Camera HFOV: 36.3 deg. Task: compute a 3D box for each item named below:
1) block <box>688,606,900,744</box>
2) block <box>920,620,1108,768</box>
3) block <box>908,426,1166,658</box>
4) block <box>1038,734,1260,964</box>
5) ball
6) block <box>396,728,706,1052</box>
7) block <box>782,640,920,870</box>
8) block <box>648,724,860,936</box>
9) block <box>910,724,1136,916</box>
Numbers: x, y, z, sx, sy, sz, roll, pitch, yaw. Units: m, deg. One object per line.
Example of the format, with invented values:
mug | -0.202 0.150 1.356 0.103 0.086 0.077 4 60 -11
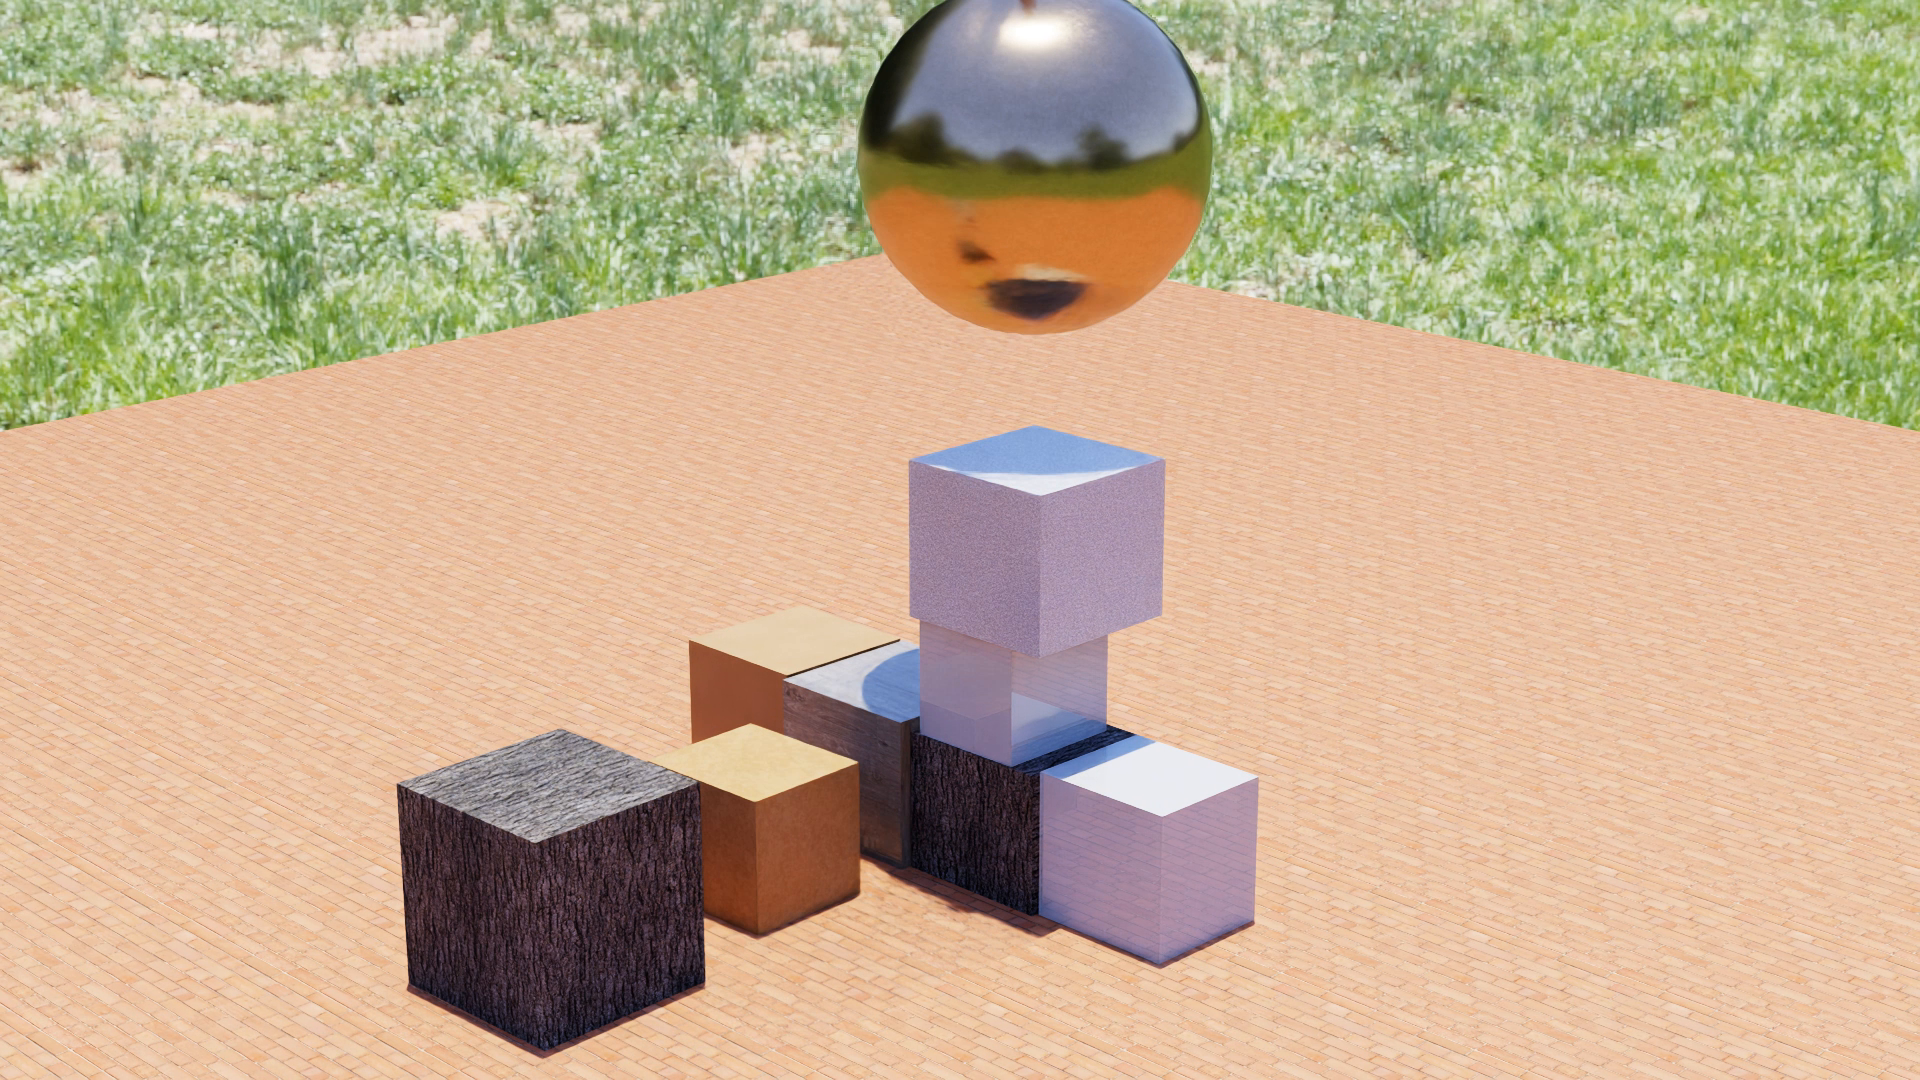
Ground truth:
block | -0.810 0.834 14.466 0.743 0.734 0.721 -17 24 -42
block | 0.243 0.600 13.248 0.574 0.575 0.627 17 24 42
block | 0.340 -0.008 13.009 0.793 0.729 0.807 16 24 42
block | 0.827 1.349 12.914 0.638 0.683 0.711 -17 24 -42
ball | 0.335 -1.720 13.152 1.600 1.600 1.600 0 17 0
block | -1.702 1.437 12.259 0.904 0.908 0.869 16 23 41
block | -0.274 1.005 13.937 0.800 0.725 0.793 17 24 42
block | -0.925 1.290 13.190 0.707 0.631 0.632 16 23 41
block | 0.295 1.198 13.420 0.703 0.668 0.767 -17 24 -42
